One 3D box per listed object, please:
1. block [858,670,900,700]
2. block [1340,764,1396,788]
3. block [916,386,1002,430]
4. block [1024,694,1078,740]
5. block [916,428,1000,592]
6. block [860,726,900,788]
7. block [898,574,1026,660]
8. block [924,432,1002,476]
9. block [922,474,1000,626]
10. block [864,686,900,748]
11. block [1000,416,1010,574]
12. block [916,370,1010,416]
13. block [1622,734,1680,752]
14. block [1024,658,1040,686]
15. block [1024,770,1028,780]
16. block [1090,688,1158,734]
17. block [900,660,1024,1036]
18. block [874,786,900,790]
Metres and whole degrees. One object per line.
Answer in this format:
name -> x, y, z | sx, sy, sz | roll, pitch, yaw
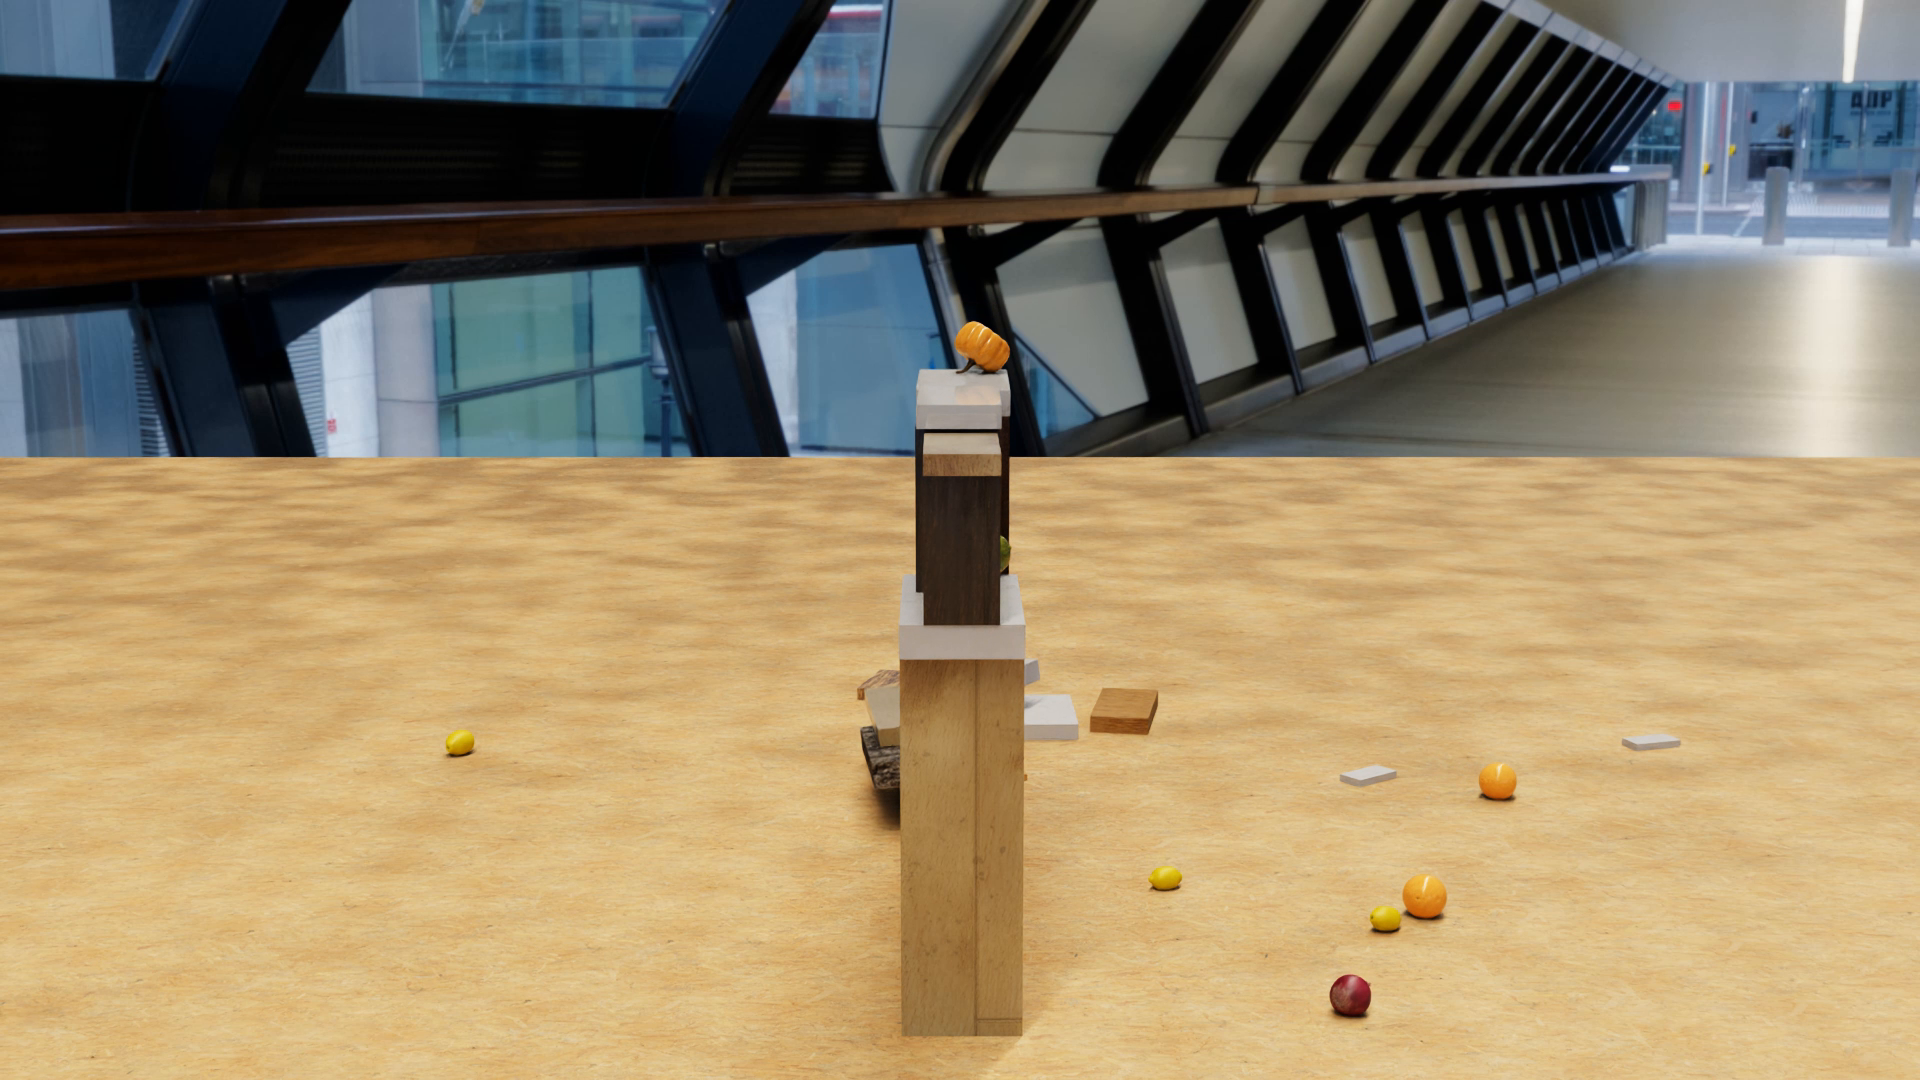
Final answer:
block -> -0.163, 0.330, 4.996 | 0.091, 0.026, 0.183 | 3, 11, 14
block -> 0.801, 0.463, 4.313 | 0.105, 0.015, 0.053 | -8, 13, -37
block -> -0.001, -0.194, 3.202 | 0.120, 0.034, 0.239 | 0, 11, 0
block -> 0.183, 0.379, 4.709 | 0.123, 0.035, 0.247 | 0, 11, -1
block -> -0.004, -0.046, 3.150 | 0.120, 0.239, 0.034 | 0, 11, 0
block -> -0.094, 0.394, 4.107 | 0.160, 0.045, 0.319 | -7, 8, -6
block -> 0.002, 0.106, 3.121 | 0.170, 0.048, 0.340 | 0, 11, 0
block -> 0.002, -0.117, 2.986 | 0.103, 0.029, 0.205 | 0, 11, 0
block -> 0.002, 0.011, 2.940 | 0.103, 0.205, 0.029 | 0, 11, 0
block -> -0.109, 0.336, 4.251 | 0.123, 0.035, 0.400 | -7, 7, -5
block -> 0.005, -0.055, 3.405 | 0.143, 0.286, 0.041 | 0, 11, 1
block -> 0.005, -0.233, 3.468 | 0.143, 0.041, 0.286 | 0, 11, 0
block -> 1.430, 0.419, 4.550 | 0.105, 0.015, 0.053 | -3, 11, -18
block -> 0.016, 0.307, 4.658 | 0.160, 0.045, 0.319 | -1, 9, 35
block -> 0.103, 0.457, 4.347 | 0.045, 0.013, 0.091 | -1, 11, -8
block -> 0.357, 0.369, 4.761 | 0.123, 0.035, 0.247 | 2, 11, 10
block -> 0.003, 0.422, 3.064 | 0.170, 0.552, 0.048 | 0, 11, 0
block -> -0.024, 0.392, 4.408 | 0.160, 0.045, 0.625 | -5, 8, 12
